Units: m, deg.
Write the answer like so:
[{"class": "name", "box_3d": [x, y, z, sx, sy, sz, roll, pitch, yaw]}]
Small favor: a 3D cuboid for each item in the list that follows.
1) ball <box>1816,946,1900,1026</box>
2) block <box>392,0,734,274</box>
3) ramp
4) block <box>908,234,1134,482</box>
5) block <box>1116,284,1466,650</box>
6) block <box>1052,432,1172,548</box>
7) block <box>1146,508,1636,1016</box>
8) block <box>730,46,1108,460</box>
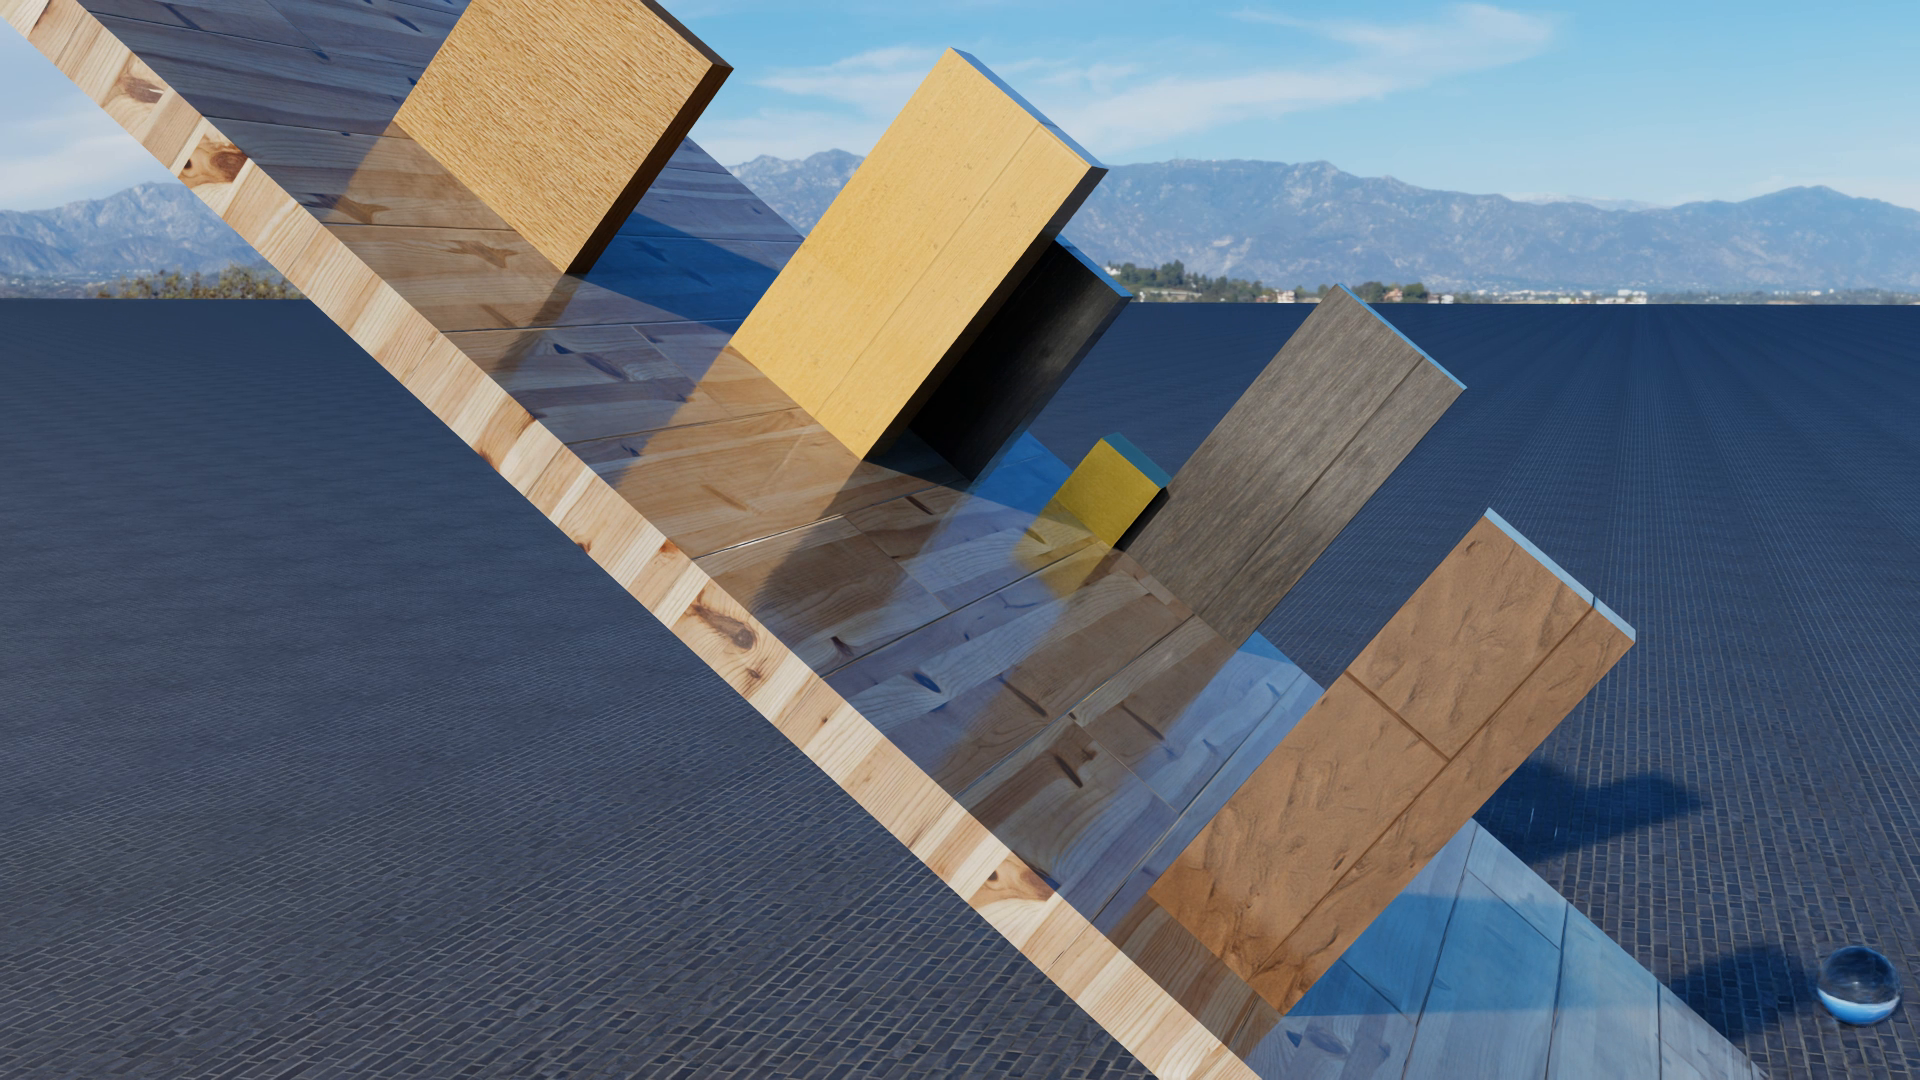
[{"class": "ball", "box_3d": [2.217, 1.101, 5.428, 0.194, 0.194, 0.194, 0, 7, 0]}, {"class": "block", "box_3d": [-0.684, -0.764, 3.770, 0.418, 0.444, 0.091, 42, 16, 9]}, {"class": "ramp", "box_3d": [-0.003, 0.052, 4.042, 4.000, 0.100, 2.000, 42, 16, 9]}, {"class": "block", "box_3d": [0.029, -0.433, 4.381, 0.417, 0.475, 0.108, 42, 16, 9]}, {"class": "block", "box_3d": [0.693, -0.152, 4.631, 0.339, 0.720, 0.096, 42, 16, 9]}, {"class": "block", "box_3d": [0.333, -0.110, 4.729, 0.167, 0.167, 0.167, 41, 16, 8]}, {"class": "block", "box_3d": [0.608, 0.320, 3.142, 0.263, 0.735, 0.109, 42, 16, 9]}, {"class": "block", "box_3d": [-0.080, -0.515, 4.003, 0.334, 0.675, 0.135, 42, 16, 9]}]
